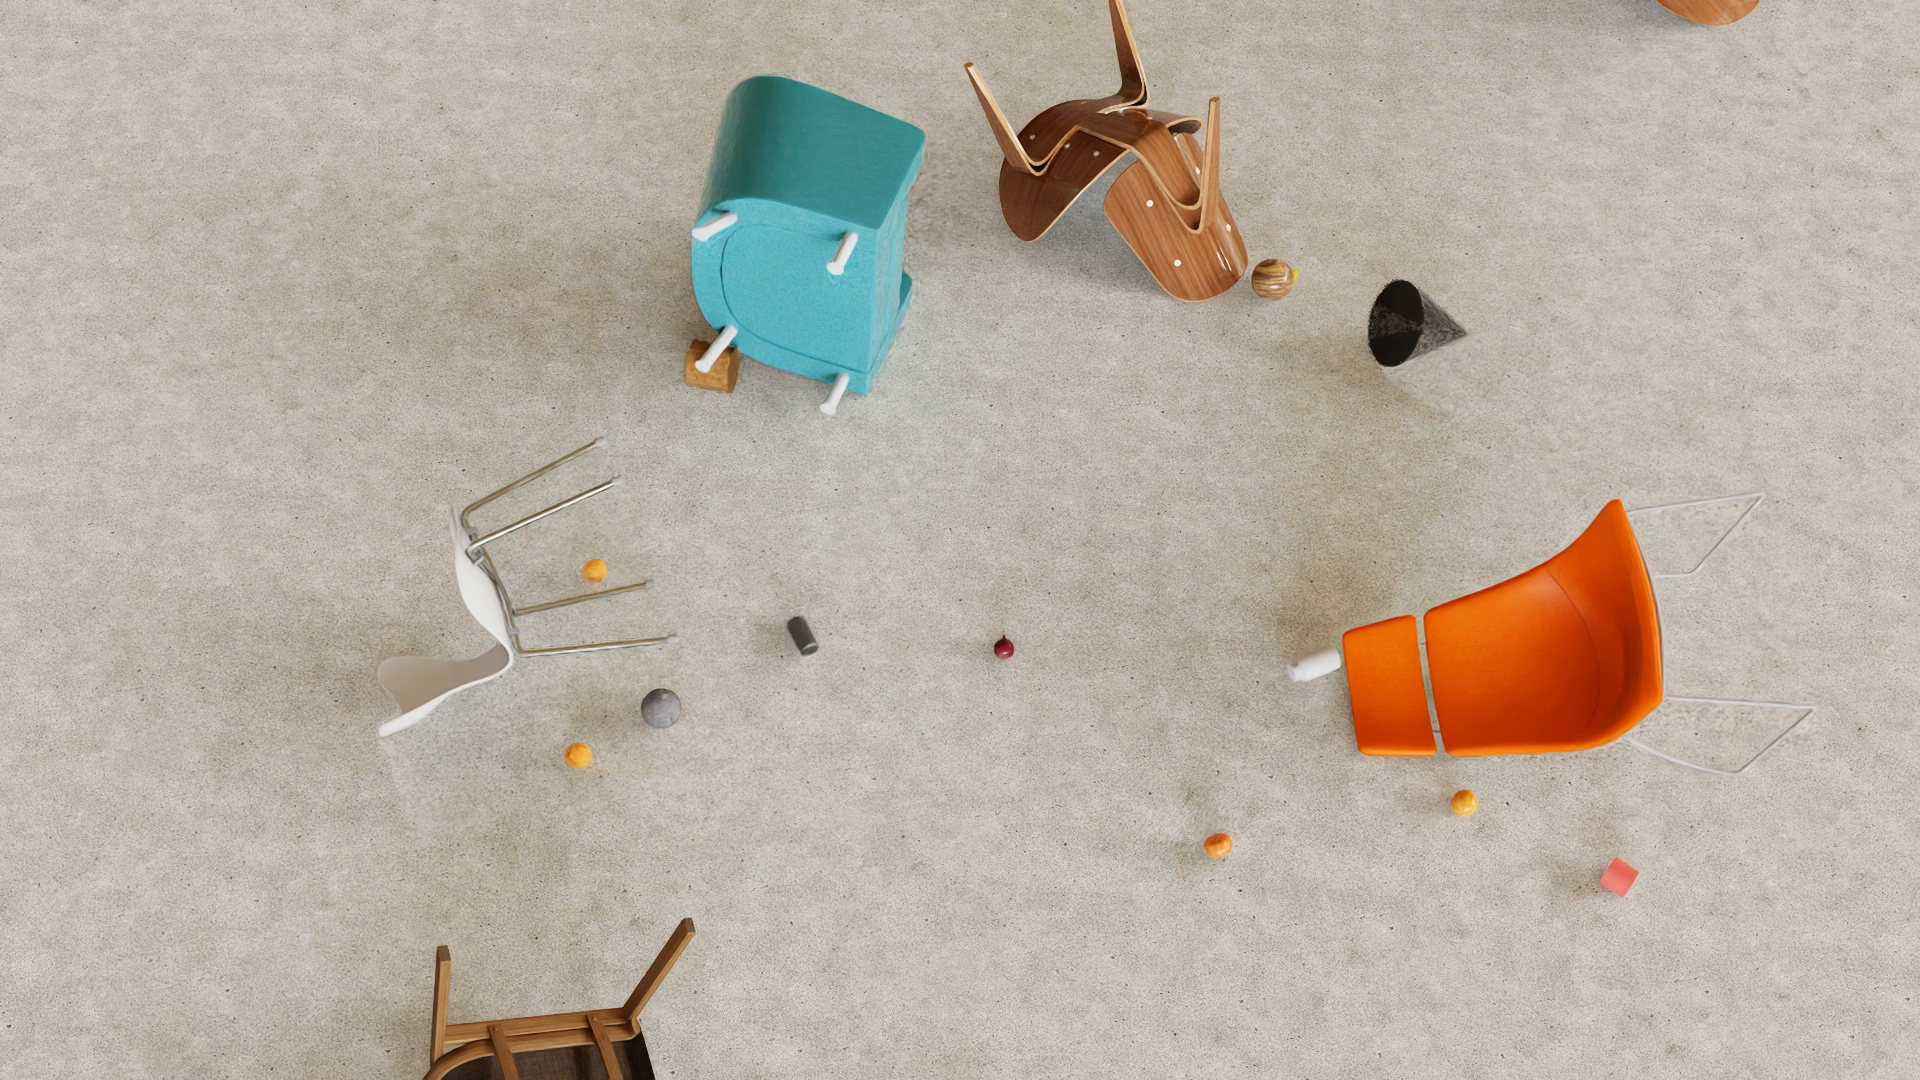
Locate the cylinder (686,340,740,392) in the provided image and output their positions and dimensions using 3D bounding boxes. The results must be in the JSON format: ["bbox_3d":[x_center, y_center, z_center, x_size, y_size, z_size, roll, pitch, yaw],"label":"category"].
[{"bbox_3d":[-0.770,-0.543,6.849,0.134,0.149,0.125,12,42,8],"label":"cylinder"}]

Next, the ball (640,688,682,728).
[{"bbox_3d":[-0.840,0.474,6.187,0.114,0.114,0.114,0,56,0],"label":"ball"}]

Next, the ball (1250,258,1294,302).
[{"bbox_3d":[1.002,-0.835,7.052,0.137,0.137,0.137,0,56,0],"label":"ball"}]

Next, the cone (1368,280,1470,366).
[{"bbox_3d":[1.494,-0.665,6.946,0.297,0.273,0.271,5,26,-27],"label":"cone"}]
